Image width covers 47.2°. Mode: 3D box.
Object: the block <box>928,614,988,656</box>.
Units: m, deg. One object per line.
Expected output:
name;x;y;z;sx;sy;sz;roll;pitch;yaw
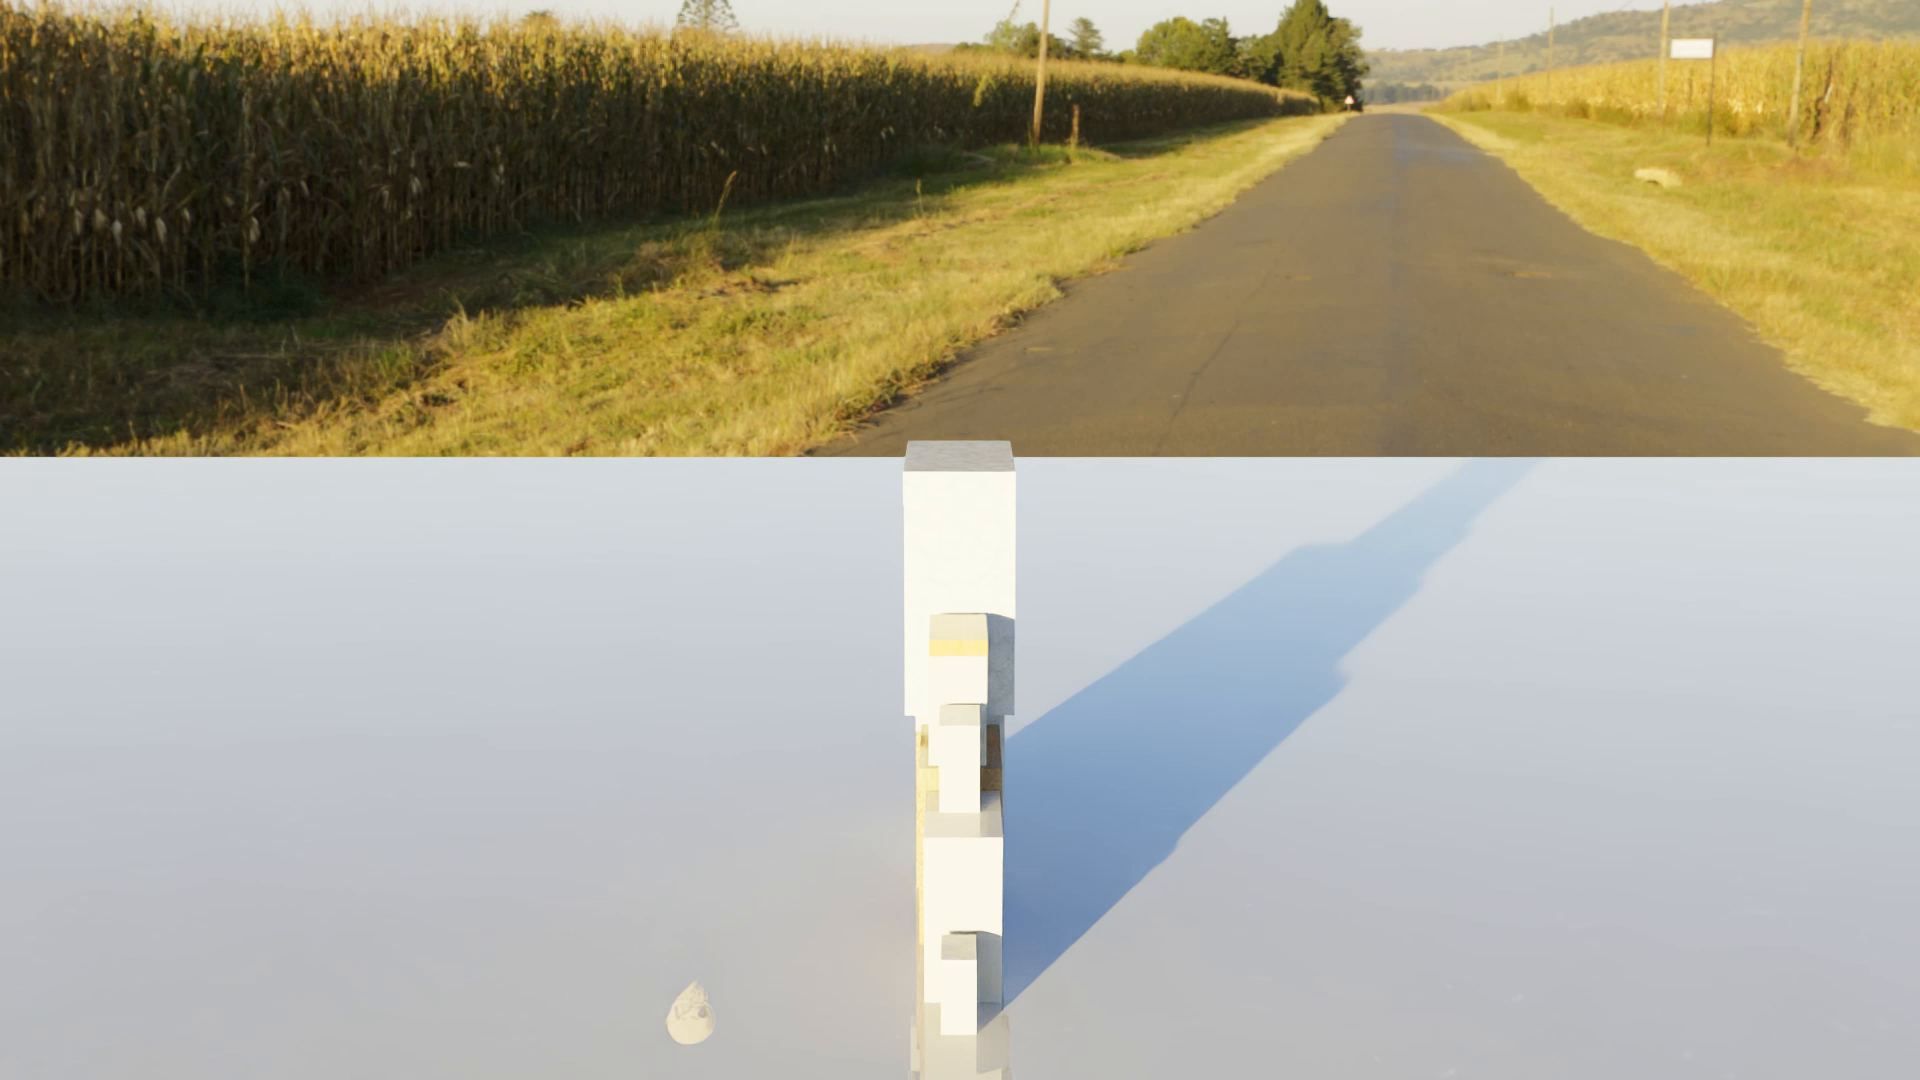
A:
block;-0.003;0.147;3.414;0.089;0.025;0.177;0;11;0

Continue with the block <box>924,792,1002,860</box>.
block;0.005;0.421;3.257;0.113;0.032;0.226;0;11;0

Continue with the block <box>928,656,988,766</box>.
block;-0.003;0.258;3.374;0.089;0.177;0.025;0;10;0

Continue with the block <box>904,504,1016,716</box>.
block;0.000;0.106;3.561;0.177;0.355;0.050;0;11;-1

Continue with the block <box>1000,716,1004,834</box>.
block;0.004;0.378;3.974;0.153;0.305;0.043;0;11;0

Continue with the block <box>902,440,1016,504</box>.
block;-0.001;-0.115;3.639;0.177;0.050;0.355;0;11;0

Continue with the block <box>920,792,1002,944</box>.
block;0.001;0.503;3.435;0.128;0.256;0.036;0;11;0

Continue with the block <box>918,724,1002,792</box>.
block;0.000;0.344;3.492;0.128;0.036;0.256;0;11;0

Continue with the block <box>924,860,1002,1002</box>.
block;0.005;0.561;3.206;0.113;0.226;0.032;0;11;0

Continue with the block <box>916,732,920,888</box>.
block;-0.003;0.444;3.694;0.140;0.279;0.040;0;11;0

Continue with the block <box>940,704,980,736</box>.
block;-0.001;0.269;3.281;0.060;0.017;0.120;0;11;0

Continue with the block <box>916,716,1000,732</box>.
block;-0.004;0.270;3.756;0.139;0.040;0.279;0;11;0

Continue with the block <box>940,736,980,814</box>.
block;-0.001;0.344;3.254;0.060;0.120;0.017;0;11;0

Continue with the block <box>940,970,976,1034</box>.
block;-0.002;0.646;3.094;0.050;0.100;0.014;0;11;0

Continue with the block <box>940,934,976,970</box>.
block;-0.002;0.584;3.116;0.050;0.014;0.100;0;11;0
